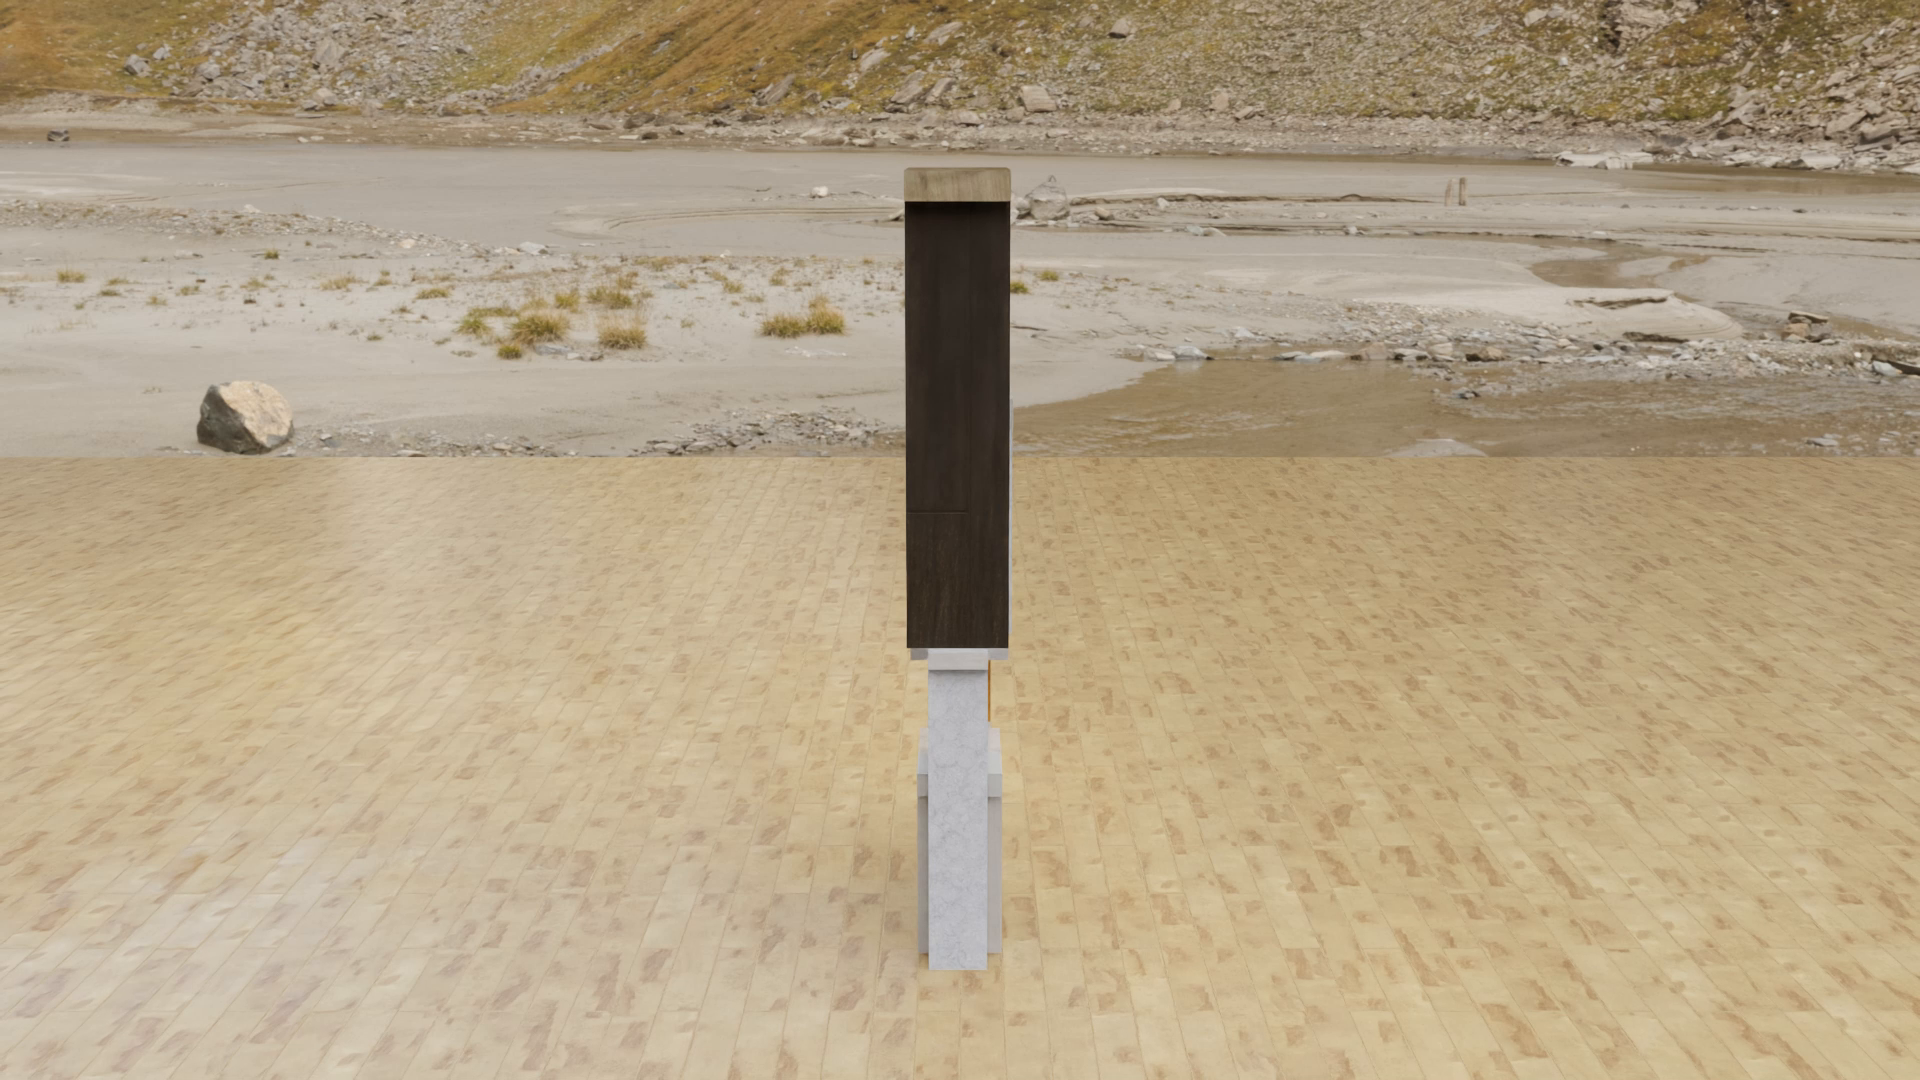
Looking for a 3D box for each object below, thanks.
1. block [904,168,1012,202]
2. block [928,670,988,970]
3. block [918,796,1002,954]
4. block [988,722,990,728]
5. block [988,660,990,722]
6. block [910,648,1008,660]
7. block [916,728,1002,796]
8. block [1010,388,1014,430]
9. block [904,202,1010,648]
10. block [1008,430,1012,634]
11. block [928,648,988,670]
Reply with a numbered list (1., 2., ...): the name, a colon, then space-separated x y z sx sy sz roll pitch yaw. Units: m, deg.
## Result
1. block: -0.004 -0.528 3.254 0.151 0.043 0.302 0 10 0
2. block: -0.003 0.417 3.305 0.088 0.472 0.025 0 11 0
3. block: -0.001 0.509 3.397 0.130 0.259 0.037 0 11 0
4. block: -0.002 0.346 3.703 0.109 0.031 0.218 0 11 0
5. block: 0.003 0.212 3.793 0.100 0.200 0.028 0 10 0
6. block: -0.001 -0.011 3.657 0.163 0.422 0.046 0 11 0
7. block: -0.001 0.347 3.455 0.130 0.037 0.259 0 11 0
8. block: -0.001 -0.222 3.507 0.163 0.046 0.327 0 11 0
9. block: -0.004 -0.166 3.219 0.151 0.656 0.043 0 11 0
10. block: -0.001 -0.018 3.434 0.163 0.327 0.046 0 11 0
11. block: -0.003 0.162 3.317 0.088 0.025 0.176 0 11 0
